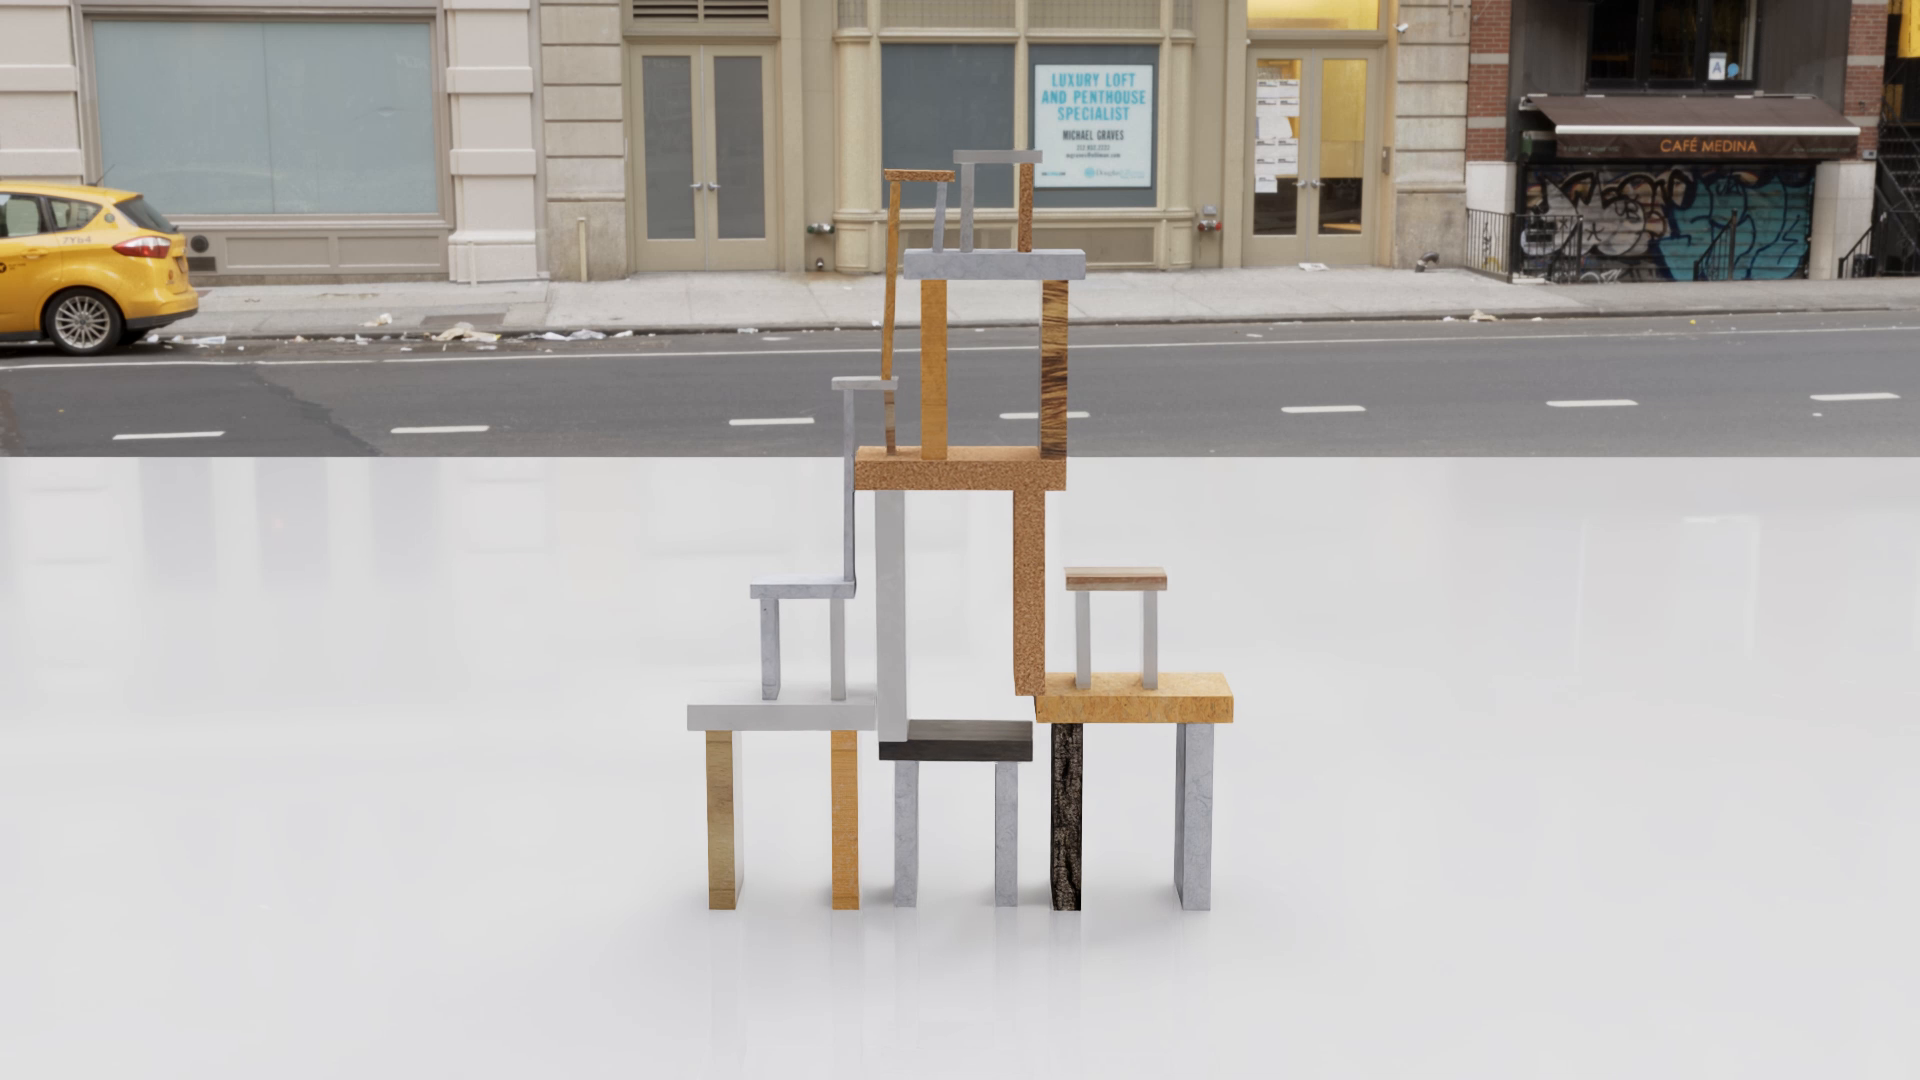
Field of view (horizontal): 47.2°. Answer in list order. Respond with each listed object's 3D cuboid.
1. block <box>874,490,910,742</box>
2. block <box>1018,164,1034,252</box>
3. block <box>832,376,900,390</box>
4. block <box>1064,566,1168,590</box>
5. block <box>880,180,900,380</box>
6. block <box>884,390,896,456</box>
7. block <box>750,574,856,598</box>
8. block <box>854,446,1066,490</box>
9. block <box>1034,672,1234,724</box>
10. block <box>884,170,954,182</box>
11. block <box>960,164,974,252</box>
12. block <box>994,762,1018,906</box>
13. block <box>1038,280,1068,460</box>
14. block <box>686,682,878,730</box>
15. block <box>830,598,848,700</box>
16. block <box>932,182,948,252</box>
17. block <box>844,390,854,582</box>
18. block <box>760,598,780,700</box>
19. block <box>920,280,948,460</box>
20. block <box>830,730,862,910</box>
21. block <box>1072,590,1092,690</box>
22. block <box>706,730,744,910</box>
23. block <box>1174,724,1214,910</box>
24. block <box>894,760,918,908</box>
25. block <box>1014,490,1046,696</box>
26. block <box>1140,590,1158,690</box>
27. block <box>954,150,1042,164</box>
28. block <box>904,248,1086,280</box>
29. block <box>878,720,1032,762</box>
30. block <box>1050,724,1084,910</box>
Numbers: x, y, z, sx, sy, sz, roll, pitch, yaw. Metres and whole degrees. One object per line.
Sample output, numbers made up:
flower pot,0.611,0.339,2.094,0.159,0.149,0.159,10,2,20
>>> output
block,-0.109,0.108,3.583,0.047,0.409,0.166,0,11,1
block,0.104,-0.524,3.466,0.020,0.138,0.069,1,10,0
block,-0.151,-0.251,3.522,0.105,0.015,0.053,0,11,1
block,0.252,0.063,3.575,0.163,0.023,0.081,0,11,0
block,-0.110,-0.412,3.484,0.015,0.311,0.054,2,13,-5
block,-0.113,-0.192,3.530,0.015,0.105,0.053,-2,11,-3
block,-0.253,0.075,3.569,0.167,0.024,0.084,0,11,0
block,0.001,-0.116,3.543,0.333,0.047,0.166,0,11,0
block,0.281,0.258,3.605,0.316,0.045,0.158,0,11,0
block,-0.064,-0.572,3.450,0.109,0.015,0.054,1,11,-2
block,0.011,-0.525,3.467,0.020,0.138,0.069,1,10,0
block,0.076,0.468,3.645,0.035,0.249,0.125,0,11,0
block,0.148,-0.278,3.511,0.040,0.283,0.141,0,11,0
block,-0.288,0.272,3.609,0.302,0.043,0.151,0,11,0
block,-0.197,0.169,3.587,0.024,0.167,0.084,0,11,0
block,-0.031,-0.510,3.464,0.015,0.109,0.054,4,10,-1
block,-0.178,-0.090,3.543,0.015,0.310,0.053,0,10,0
block,-0.309,0.169,3.587,0.024,0.167,0.084,0,11,0
block,-0.041,-0.278,3.511,0.040,0.283,0.141,0,11,0
block,-0.187,0.442,3.640,0.043,0.302,0.151,0,11,0
block,0.199,0.155,3.591,0.023,0.163,0.081,-1,11,0
block,-0.388,0.442,3.640,0.043,0.302,0.151,0,11,0
block,0.386,0.435,3.638,0.045,0.316,0.158,0,11,0
block,-0.088,0.468,3.643,0.035,0.249,0.125,1,11,1
block,0.112,0.071,3.577,0.047,0.333,0.166,0,11,0
block,0.308,0.154,3.592,0.023,0.163,0.081,-1,11,0
block,0.059,-0.602,3.453,0.138,0.020,0.069,0,10,0
block,0.054,-0.437,3.482,0.283,0.040,0.141,0,11,0
block,-0.005,0.329,3.612,0.249,0.035,0.125,0,11,2
block,0.175,0.435,3.638,0.045,0.316,0.158,0,11,0
